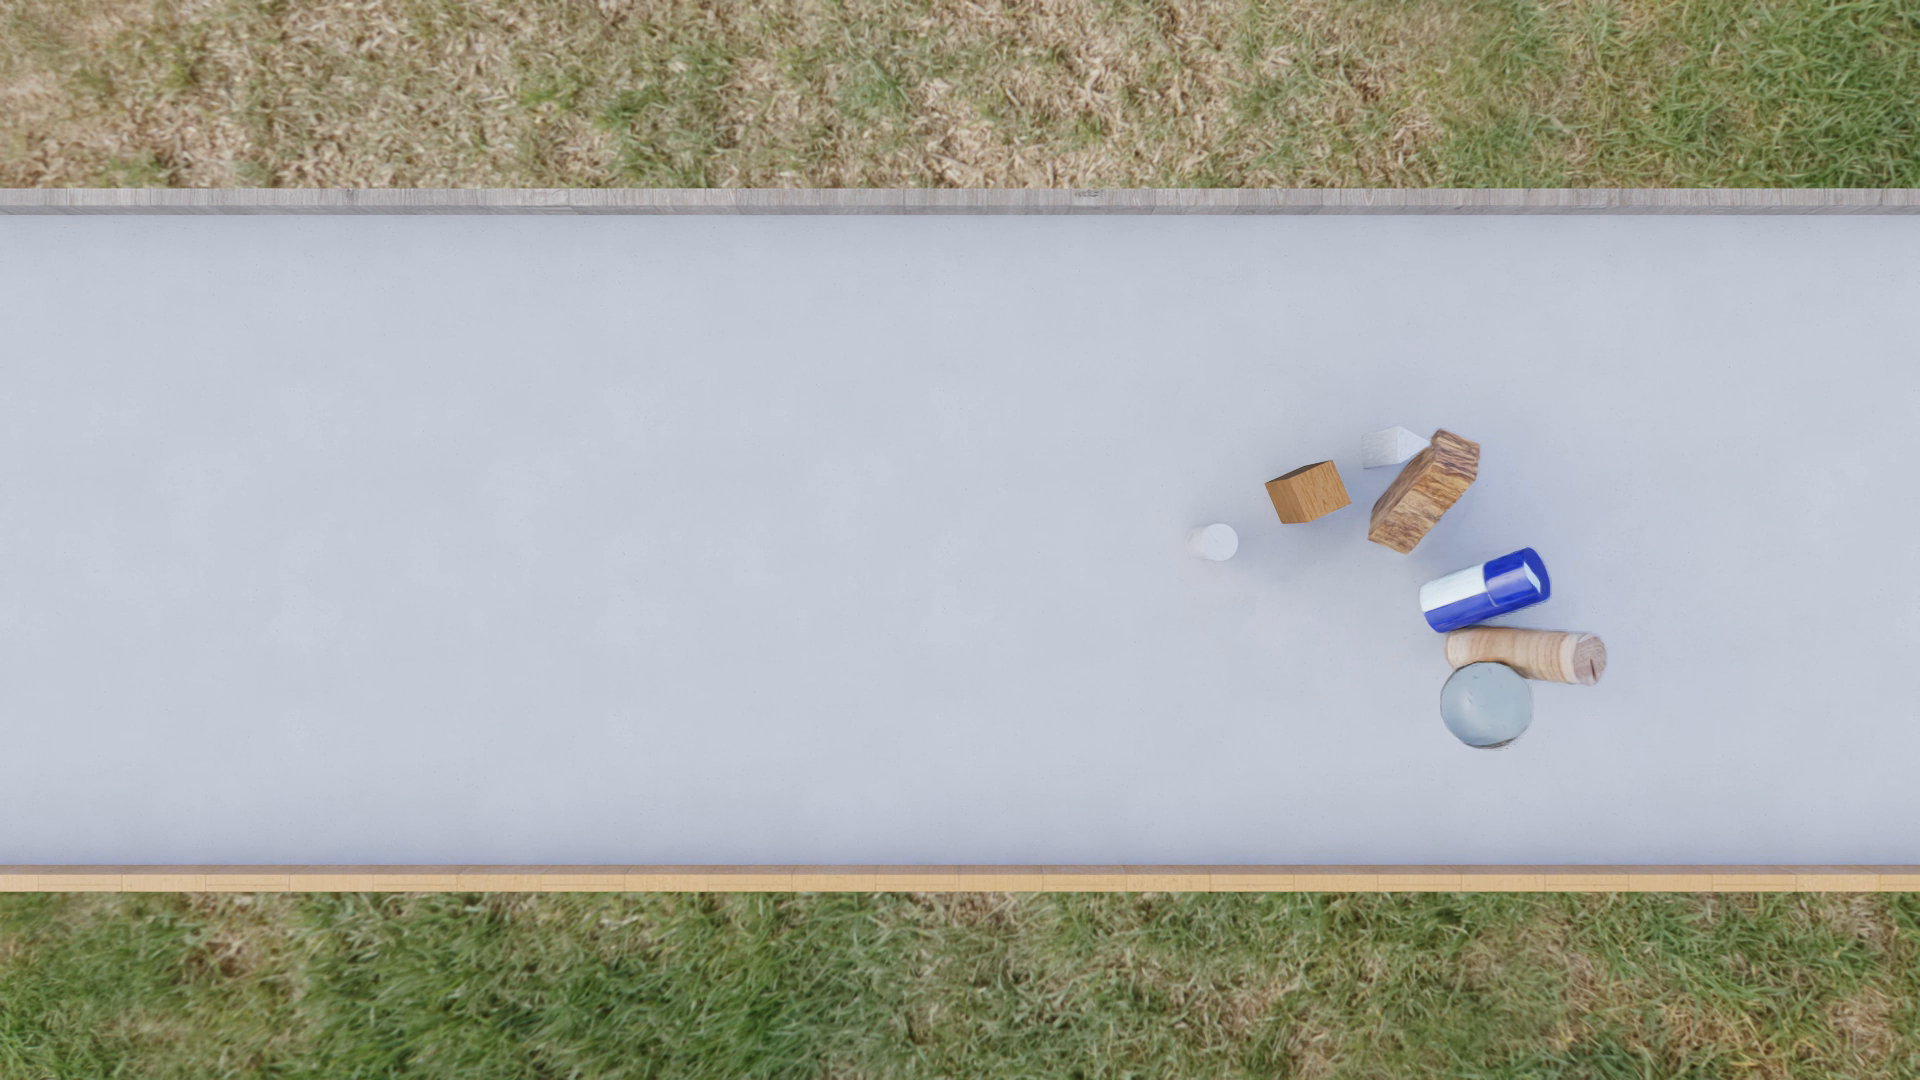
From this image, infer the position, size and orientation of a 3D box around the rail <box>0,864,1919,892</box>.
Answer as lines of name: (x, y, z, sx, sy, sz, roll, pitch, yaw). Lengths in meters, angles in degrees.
rail: (-2.247, 1.025, 5.001, 12.000, 0.150, 0.050, 0, 90, 0)

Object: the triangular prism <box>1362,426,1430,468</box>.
triangular prism: (1.263, -0.285, 4.872, 0.104, 0.409, 0.090, -33, 90, 0)

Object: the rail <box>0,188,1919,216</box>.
rail: (-2.247, -1.025, 5.002, 12.000, 0.150, 0.050, 0, 90, 0)

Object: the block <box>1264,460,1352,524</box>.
block: (1.026, -0.139, 4.887, 0.136, 0.379, 0.136, -24, 90, 0)

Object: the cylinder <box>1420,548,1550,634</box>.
cylinder: (1.560, 0.153, 4.909, 0.337, 0.161, 0.161, -25, 90, 38)

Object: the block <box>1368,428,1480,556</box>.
block: (1.364, -0.137, 4.863, 0.130, 0.422, 0.130, 21, 55, -3)

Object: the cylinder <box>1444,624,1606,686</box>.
cylinder: (1.654, 0.334, 4.845, 0.147, 0.456, 0.147, -1, 92, -33)

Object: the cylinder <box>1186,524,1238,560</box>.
cylinder: (0.747, 0.006, 4.910, 0.107, 0.333, 0.107, 0, 90, 0)

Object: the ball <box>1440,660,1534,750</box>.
ball: (1.524, 0.478, 4.781, 0.259, 0.259, 0.259, 0, 90, 0)
